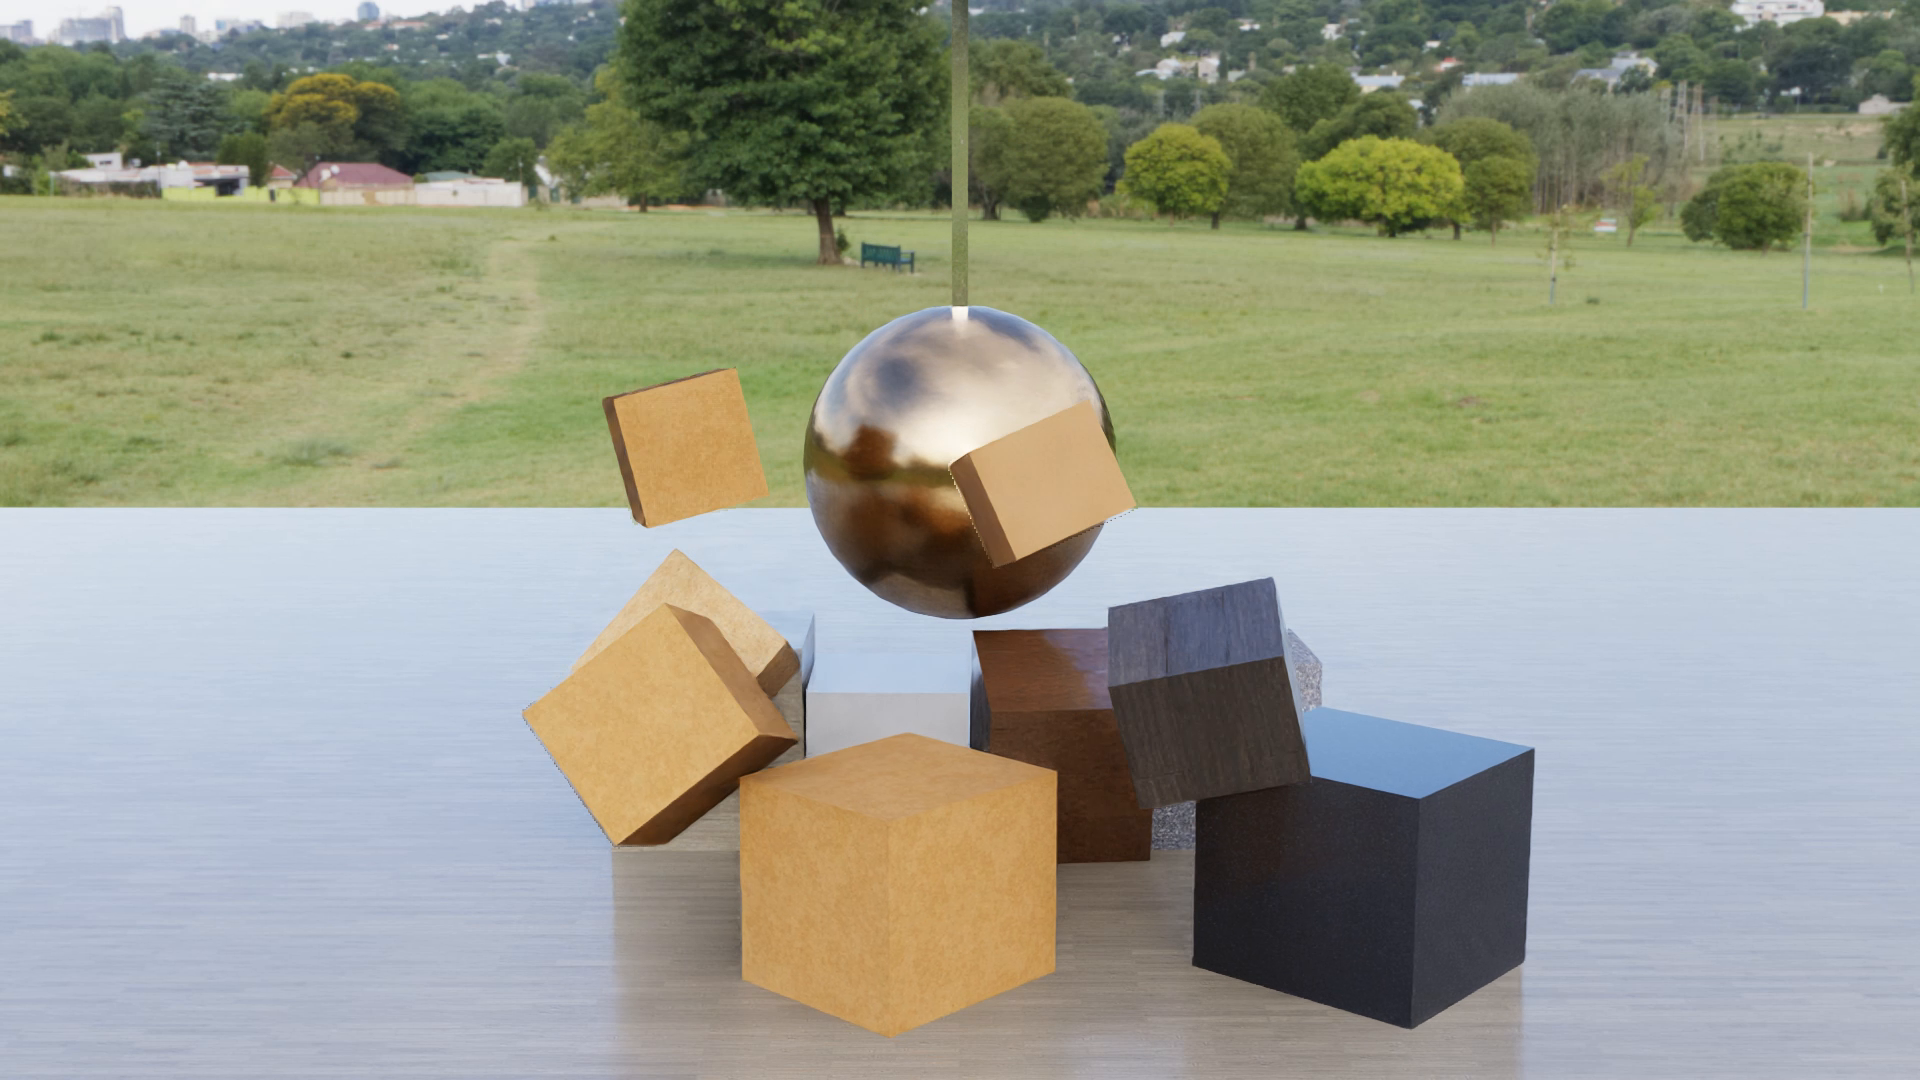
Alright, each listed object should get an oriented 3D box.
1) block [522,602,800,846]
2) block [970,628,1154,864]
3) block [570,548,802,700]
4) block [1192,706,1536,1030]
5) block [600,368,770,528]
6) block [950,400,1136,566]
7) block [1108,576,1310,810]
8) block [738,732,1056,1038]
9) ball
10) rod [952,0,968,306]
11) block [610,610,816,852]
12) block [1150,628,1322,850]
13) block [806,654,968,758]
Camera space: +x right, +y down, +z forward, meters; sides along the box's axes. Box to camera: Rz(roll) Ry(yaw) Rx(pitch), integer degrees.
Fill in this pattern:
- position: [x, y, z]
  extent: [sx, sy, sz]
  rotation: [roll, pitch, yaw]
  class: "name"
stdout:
- position: [-1.245, 0.792, 9.303]
  extent: [0.742, 0.674, 0.752]
  rotation: [-38, -11, 2]
  class: "block"
- position: [0.500, 1.024, 11.066]
  extent: [0.811, 0.848, 0.905]
  rotation: [-1, 23, -5]
  class: "block"
- position: [-1.274, 0.599, 10.367]
  extent: [0.678, 0.731, 0.786]
  rotation: [39, -9, 8]
  class: "block"
- position: [1.723, 1.359, 9.409]
  extent: [1.059, 0.960, 0.980]
  rotation: [9, 14, 40]
  class: "block"
- position: [-1.279, -0.434, 10.170]
  extent: [0.567, 0.596, 0.672]
  rotation: [-16, 7, -12]
  class: "block"
- position: [0.371, -0.253, 10.081]
  extent: [0.599, 0.524, 0.577]
  rotation: [-24, 0, -9]
  class: "block"
- position: [1.024, 0.629, 9.099]
  extent: [0.706, 0.610, 0.621]
  rotation: [-11, 28, 10]
  class: "block"
- position: [-0.256, 1.417, 9.281]
  extent: [0.895, 0.891, 0.985]
  rotation: [10, 14, 43]
  class: "block"
- position: [0.000, -0.394, 11.189]
  extent: [1.600, 1.600, 1.600]
  rotation: [0, 10, 0]
  class: "ball"
- position: [0.000, -3.731, 10.537]
  extent: [0.080, 5.200, 0.080]
  rotation: [0, 11, 0]
  class: "rod"
- position: [-1.259, 0.963, 11.362]
  extent: [0.968, 1.040, 0.925]
  rotation: [0, 10, 0]
  class: "block"
- position: [1.338, 1.011, 11.350]
  extent: [0.873, 0.951, 0.800]
  rotation: [-1, 10, -3]
  class: "block"
- position: [-0.363, 1.079, 11.386]
  extent: [0.803, 0.803, 0.832]
  rotation: [0, 10, 0]
  class: "block"
